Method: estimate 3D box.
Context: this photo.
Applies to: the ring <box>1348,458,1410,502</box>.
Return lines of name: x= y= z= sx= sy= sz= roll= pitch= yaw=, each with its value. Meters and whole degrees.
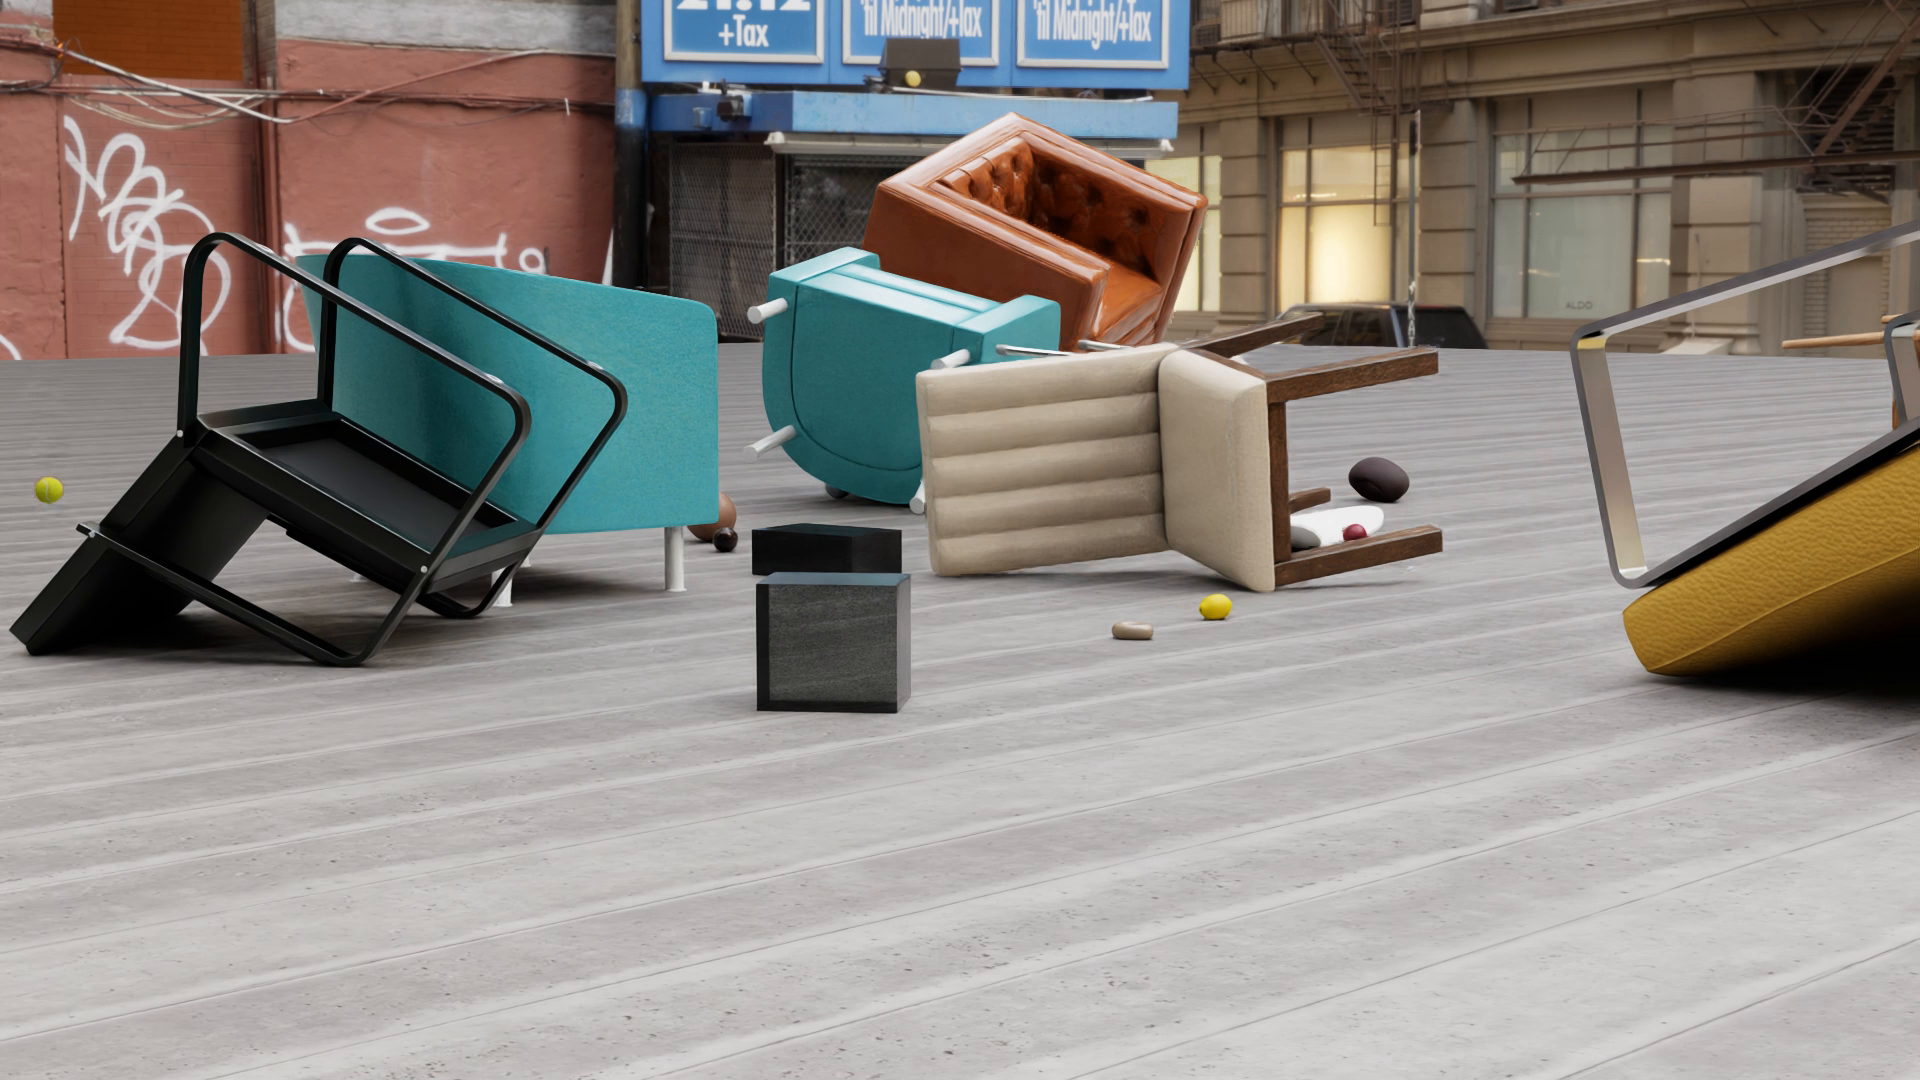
ring: x=1.227 y=-0.175 z=7.515 sx=0.095 sy=0.123 sz=0.210 roll=-39 pitch=31 yaw=-19

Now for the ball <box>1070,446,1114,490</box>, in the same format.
ball: x=0.406 y=-0.222 z=7.900 sx=0.136 sy=0.136 sz=0.136 roll=0 pitch=6 yaw=0

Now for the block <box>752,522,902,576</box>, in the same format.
block: x=-0.294 y=0.027 z=5.661 sx=0.278 sy=0.100 sz=0.181 roll=4 pitch=7 yaw=35

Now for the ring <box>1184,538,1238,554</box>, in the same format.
ring: x=0.600 y=0.015 z=6.134 sx=0.130 sy=0.029 sz=0.102 roll=0 pitch=7 yaw=3

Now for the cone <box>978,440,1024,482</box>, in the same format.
cone: x=0.131 y=-0.225 z=8.283 sx=0.154 sy=0.155 sz=0.115 roll=27 pitch=36 yaw=-19

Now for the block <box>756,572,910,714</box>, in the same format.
block: x=-0.193 y=0.156 z=3.949 sx=0.215 sy=0.195 sz=0.157 roll=1 pitch=6 yaw=6

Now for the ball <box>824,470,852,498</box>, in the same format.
ball: x=-0.360 y=-0.164 z=7.601 sx=0.082 sy=0.082 sz=0.082 roll=0 pitch=6 yaw=0

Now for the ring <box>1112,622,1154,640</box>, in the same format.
ring: x=0.314 y=0.165 z=4.673 sx=0.081 sy=0.028 sz=0.061 roll=3 pitch=8 yaw=30
